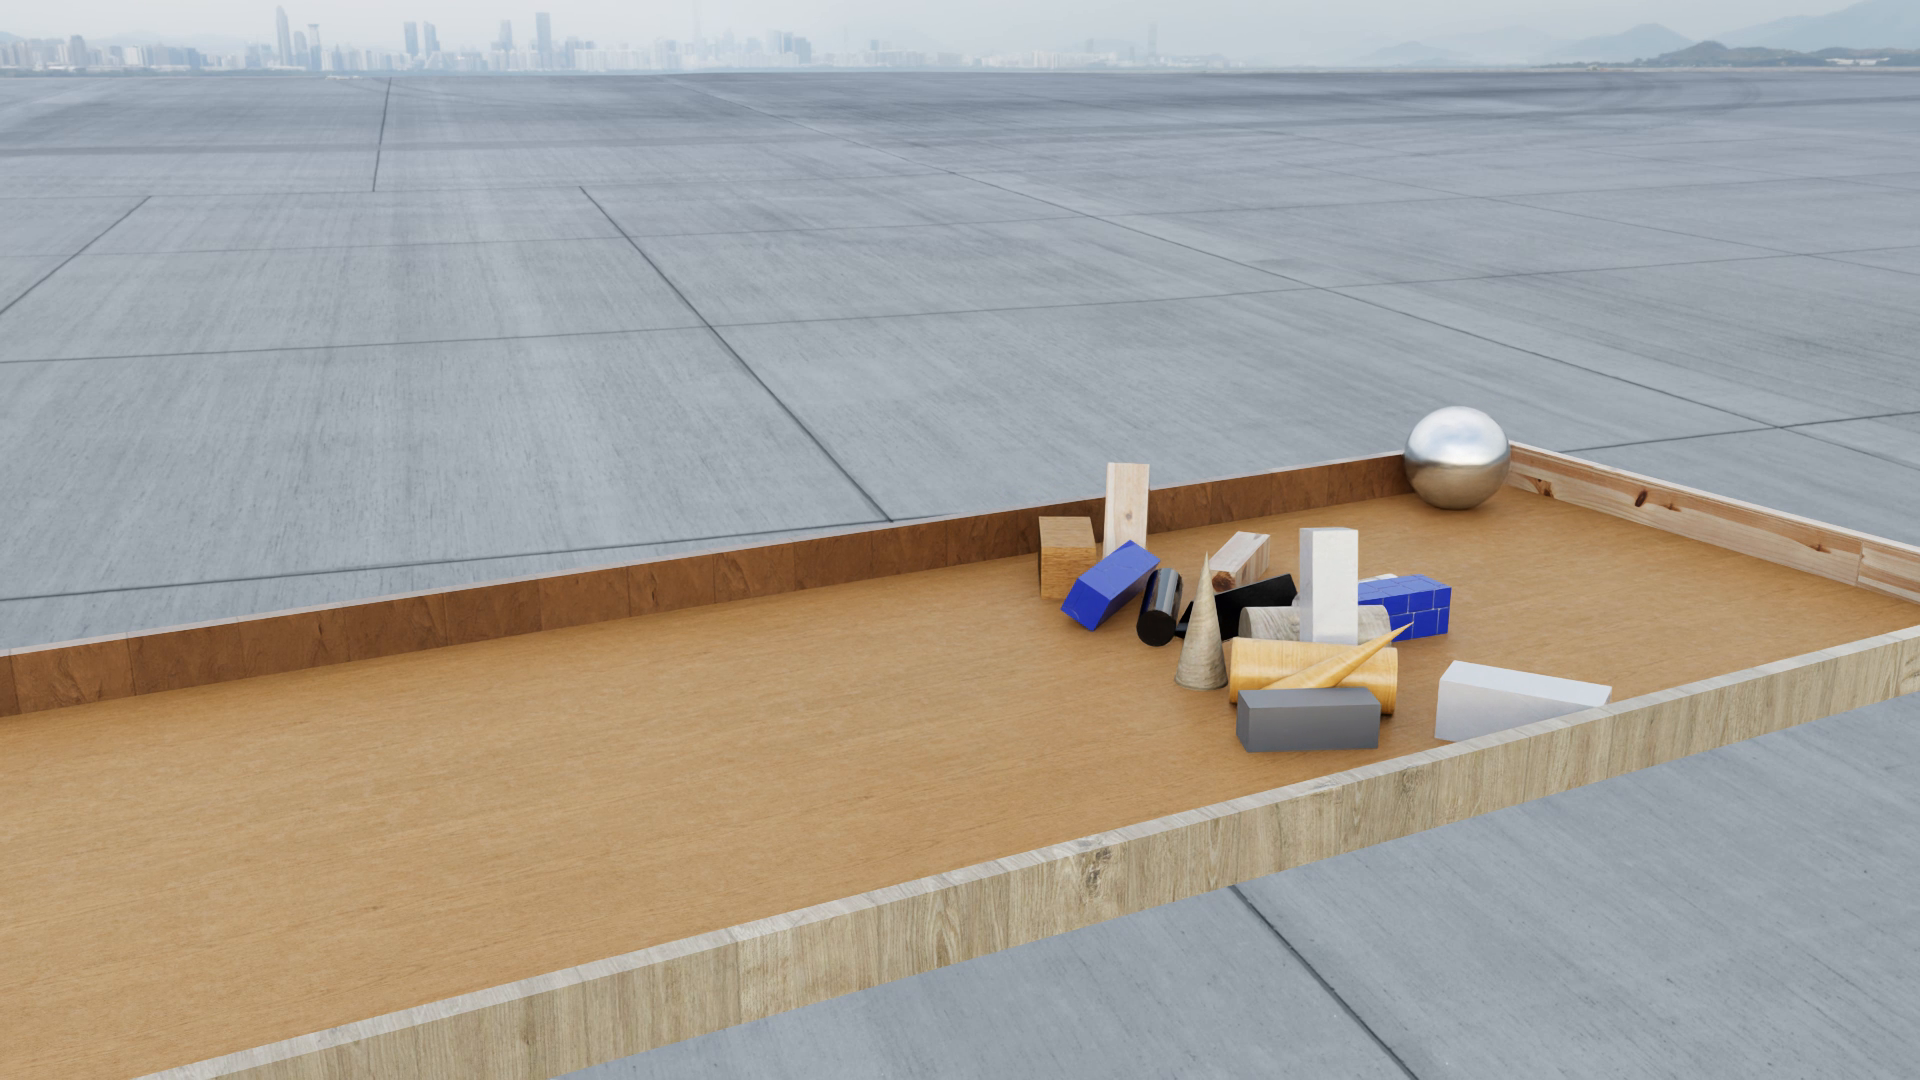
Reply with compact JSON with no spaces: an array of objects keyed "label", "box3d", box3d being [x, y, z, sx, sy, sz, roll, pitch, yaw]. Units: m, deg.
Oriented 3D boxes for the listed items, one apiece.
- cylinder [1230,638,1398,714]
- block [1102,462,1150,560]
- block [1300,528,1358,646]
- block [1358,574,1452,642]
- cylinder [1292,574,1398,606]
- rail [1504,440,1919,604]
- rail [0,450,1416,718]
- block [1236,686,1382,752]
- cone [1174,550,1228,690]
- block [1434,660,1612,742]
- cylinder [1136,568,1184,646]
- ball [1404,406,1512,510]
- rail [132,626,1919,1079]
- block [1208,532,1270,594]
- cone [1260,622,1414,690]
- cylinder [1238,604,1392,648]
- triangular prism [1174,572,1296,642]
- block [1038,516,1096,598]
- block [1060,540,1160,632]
[{"label":"cylinder","box3d":[0.846,0.325,3.963,0.384,0.160,0.160,3,17,11]},{"label":"block","box3d":[0.501,-0.062,4.956,0.124,0.322,0.124,3,-5,9]},{"label":"block","box3d":[0.914,0.164,4.093,0.112,0.382,0.112,-1,4,-5]},{"label":"block","box3d":[1.152,0.192,4.469,0.327,0.131,0.131,-7,18,-22]},{"label":"cylinder","box3d":[1.083,0.170,4.591,0.329,0.104,0.104,-10,19,-30]},{"label":"rail","box3d":[2.466,-0.048,5.253,0.050,0.150,2.100,-9,18,-27]},{"label":"rail","box3d":[-3.305,0.497,3.399,12.000,0.150,0.050,-9,18,-27]},{"label":"block","box3d":[0.794,0.410,3.768,0.301,0.108,0.108,-1,16,-4]},{"label":"cone","box3d":[0.606,0.190,4.099,0.135,0.344,0.135,0,16,0]},{"label":"block","box3d":[1.282,0.394,3.760,0.351,0.144,0.144,9,19,28]},{"label":"cylinder","box3d":[0.554,0.182,4.553,0.103,0.103,0.380,3,17,10]},{"label":"ball","box3d":[1.714,-0.284,5.688,0.358,0.358,0.358,0,16,0]},{"label":"rail","box3d":[-2.336,1.006,1.665,12.000,0.150,0.050,-9,18,-27]},{"label":"block","box3d":[0.820,0.081,4.899,0.101,0.101,0.417,7,18,23]},{"label":"cone","box3d":[0.889,0.289,3.824,0.381,0.104,0.104,-34,11,14]},{"label":"cylinder","box3d":[0.908,0.248,4.236,0.356,0.156,0.156,-1,16,-3]},{"label":"triangular prism","box3d":[0.772,0.181,4.532,0.395,0.111,0.128,-13,20,-37]},{"label":"block","box3d":[0.316,0.050,4.909,0.156,0.156,0.327,0,16,1]},{"label":"block","box3d":[0.431,0.125,4.670,0.109,0.109,0.413,34,27,14]}]
